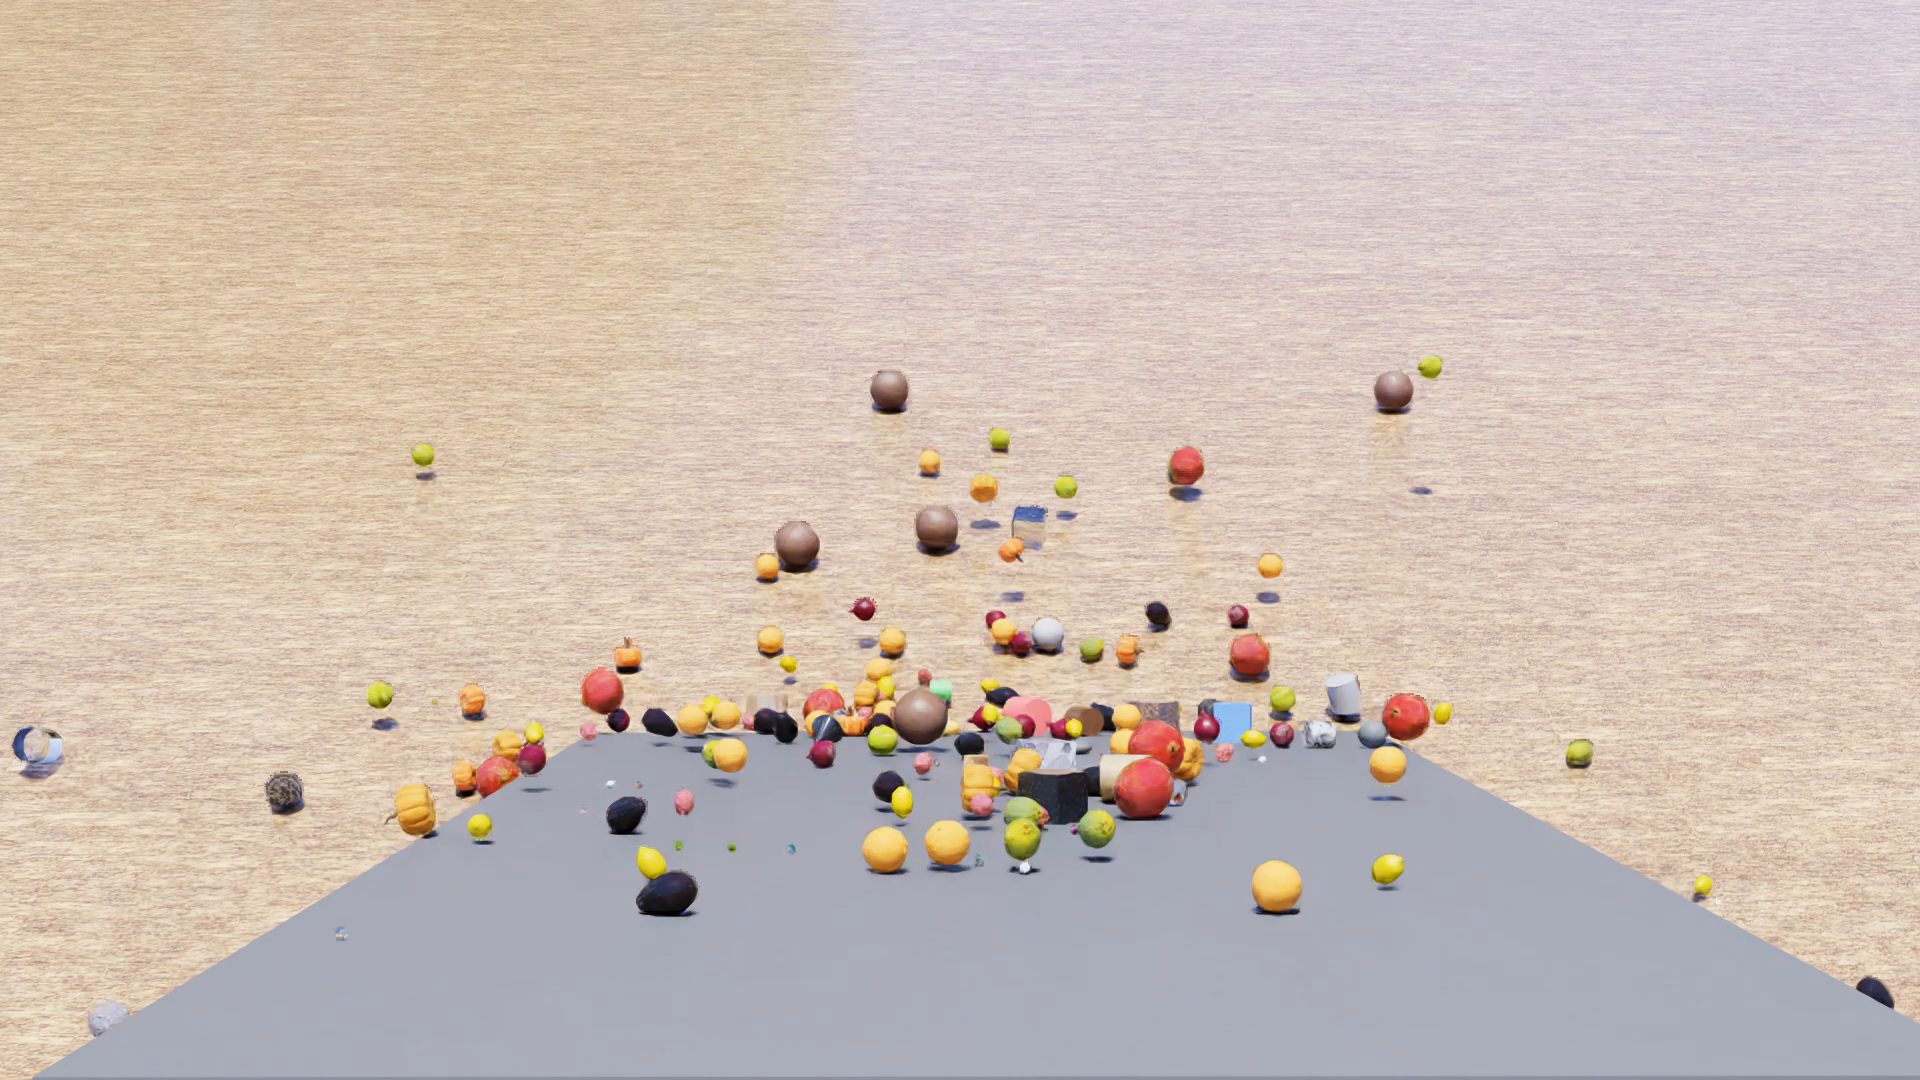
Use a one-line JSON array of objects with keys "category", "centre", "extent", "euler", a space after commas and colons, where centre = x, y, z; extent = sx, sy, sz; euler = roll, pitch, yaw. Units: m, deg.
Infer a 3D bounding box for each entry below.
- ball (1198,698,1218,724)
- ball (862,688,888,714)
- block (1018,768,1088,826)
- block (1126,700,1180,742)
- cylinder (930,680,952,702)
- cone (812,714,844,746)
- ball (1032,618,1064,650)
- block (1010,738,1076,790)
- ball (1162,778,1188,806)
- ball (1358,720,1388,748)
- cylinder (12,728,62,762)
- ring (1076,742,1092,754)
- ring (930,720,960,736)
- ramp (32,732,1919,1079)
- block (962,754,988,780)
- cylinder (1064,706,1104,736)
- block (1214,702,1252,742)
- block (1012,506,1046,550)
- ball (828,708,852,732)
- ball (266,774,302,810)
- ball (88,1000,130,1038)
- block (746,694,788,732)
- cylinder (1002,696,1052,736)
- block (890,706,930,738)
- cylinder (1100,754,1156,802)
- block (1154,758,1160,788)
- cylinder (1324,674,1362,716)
[{"category": "ball", "centre": [0.658, 0.449, 6.798], "extent": [0.068, 0.068, 0.068], "euler": [0, 28, 0]}, {"category": "ball", "centre": [-0.225, 0.428, 6.838], "extent": [0.067, 0.067, 0.067], "euler": [0, 28, 0]}, {"category": "block", "centre": [0.169, 0.468, 4.721], "extent": [0.090, 0.090, 0.090], "euler": [1, 1, 38]}, {"category": "block", "centre": [0.477, 0.445, 6.375], "extent": [0.094, 0.094, 0.094], "euler": [1, 1, 37]}, {"category": "cylinder", "centre": [-0.051, 0.402, 6.882], "extent": [0.057, 0.057, 0.057], "euler": [-1, 28, 1]}, {"category": "cone", "centre": [-0.334, 0.476, 6.216], "extent": [0.081, 0.081, 0.081], "euler": [10, 31, 18]}, {"category": "ball", "centre": [0.243, 0.259, 7.129], "extent": [0.090, 0.090, 0.090], "euler": [0, 28, 0]}, {"category": "block", "centre": [0.169, 0.458, 5.258], "extent": [0.098, 0.098, 0.098], "euler": [0, 1, -31]}, {"category": "ball", "centre": [0.413, 0.485, 4.963], "extent": [0.051, 0.051, 0.051], "euler": [0, 28, 0]}, {"category": "ball", "centre": [0.980, 0.461, 6.133], "extent": [0.068, 0.068, 0.068], "euler": [0, 28, 0]}, {"category": "cylinder", "centre": [-2.352, 0.523, 6.589], "extent": [0.088, 0.088, 0.088], "euler": [7, -5, 13]}, {"category": "ring", "centre": [0.273, 0.485, 6.031], "extent": [0.075, 0.025, 0.075], "euler": [-1, 1, 0]}, {"category": "ring", "centre": [-0.050, 0.474, 6.522], "extent": [0.100, 0.033, 0.100], "euler": [1, 1, 0]}, {"category": "ramp", "centre": [0.063, 0.565, 4.605], "extent": [2.000, 0.100, 4.000], "euler": [0, 1, 0]}, {"category": "block", "centre": [0.033, 0.479, 5.450], "extent": [0.051, 0.051, 0.051], "euler": [0, 1, -3]}, {"category": "cylinder", "centre": [0.310, 0.454, 6.475], "extent": [0.073, 0.073, 0.073], "euler": [-15, 8, -27]}, {"category": "block", "centre": [0.669, 0.447, 6.347], "extent": [0.091, 0.091, 0.091], "euler": [0, 1, 7]}, {"category": "block", "centre": [0.205, -0.035, 7.687], "extent": [0.093, 0.093, 0.093], "euler": [3, 28, 6]}, {"category": "ball", "centre": [-0.307, 0.460, 6.574], "extent": [0.060, 0.060, 0.060], "euler": [0, 28, 0]}, {"category": "ball", "centre": [-1.684, 0.627, 6.438], "extent": [0.090, 0.090, 0.090], "euler": [0, 28, 0]}, {"category": "ball", "centre": [-1.806, 1.023, 5.487], "extent": [0.087, 0.087, 0.087], "euler": [0, 28, 0]}, {"category": "block", "centre": [-0.498, 0.445, 6.664], "extent": [0.091, 0.091, 0.091], "euler": [0, -1, 6]}, {"category": "cylinder", "centre": [0.169, 0.444, 6.527], "extent": [0.093, 0.093, 0.093], "euler": [-18, 10, -30]}, {"category": "block", "centre": [-0.126, 0.454, 6.450], "extent": [0.075, 0.075, 0.075], "euler": [0, 1, -29]}, {"category": "cylinder", "centre": [0.326, 0.461, 5.011], "extent": [0.093, 0.093, 0.093], "euler": [-1, 27, 15]}, {"category": "block", "centre": [0.368, 0.476, 5.293], "extent": [0.060, 0.060, 0.060], "euler": [0, 1, -25]}, {"category": "cylinder", "centre": [1.011, 0.407, 6.809], "extent": [0.082, 0.082, 0.082], "euler": [-16, 14, 4]}]
